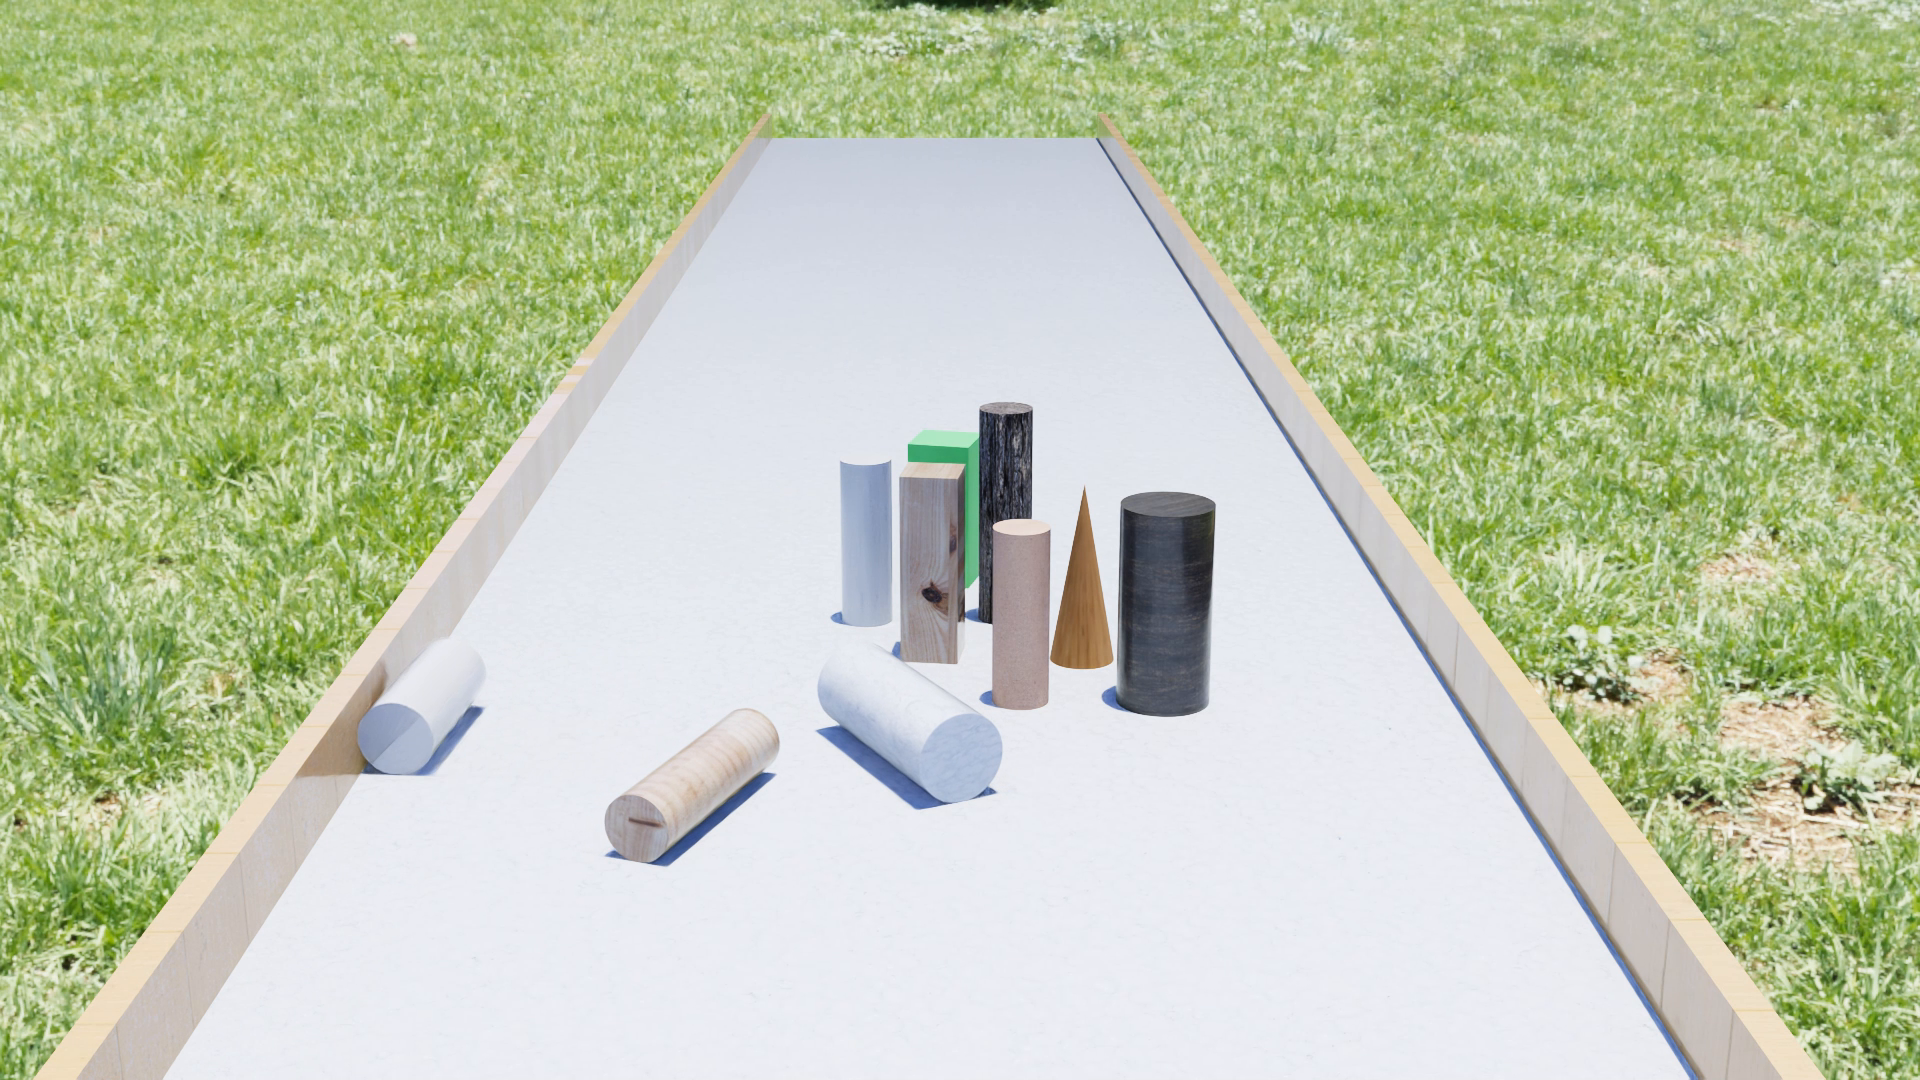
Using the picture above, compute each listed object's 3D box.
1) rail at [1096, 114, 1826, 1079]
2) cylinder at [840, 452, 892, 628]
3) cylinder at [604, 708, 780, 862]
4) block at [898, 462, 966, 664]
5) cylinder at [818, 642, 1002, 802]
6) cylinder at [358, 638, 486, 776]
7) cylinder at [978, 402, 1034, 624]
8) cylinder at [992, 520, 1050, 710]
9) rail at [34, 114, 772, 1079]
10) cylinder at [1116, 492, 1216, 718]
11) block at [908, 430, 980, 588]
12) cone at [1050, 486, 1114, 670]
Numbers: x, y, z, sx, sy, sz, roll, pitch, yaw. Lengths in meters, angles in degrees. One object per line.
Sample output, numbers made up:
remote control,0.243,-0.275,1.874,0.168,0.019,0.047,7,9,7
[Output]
rail,0.932,-0.844,7.801,0.050,0.150,12.000,0,17,-1
cylinder,-0.196,-0.001,4.612,0.108,0.352,0.108,0,17,0
cylinder,-0.440,0.403,3.668,0.116,0.116,0.409,6,18,20
block,-0.054,0.046,4.398,0.115,0.384,0.115,2,17,7
cylinder,-0.094,0.316,3.884,0.160,0.160,0.413,-9,19,-27
cylinder,-0.971,0.298,3.986,0.135,0.135,0.338,1,17,4
cylinder,0.095,-0.054,4.609,0.112,0.456,0.112,0,17,0
cylinder,0.115,0.141,4.148,0.108,0.345,0.108,0,17,0
rail,-1.118,-0.838,7.780,0.050,0.150,12.000,0,17,-1
cylinder,0.387,0.119,4.142,0.178,0.389,0.178,0,17,0
block,-0.031,-0.070,4.898,0.138,0.322,0.138,4,17,13
cone,0.245,0.064,4.372,0.129,0.365,0.129,0,17,0
